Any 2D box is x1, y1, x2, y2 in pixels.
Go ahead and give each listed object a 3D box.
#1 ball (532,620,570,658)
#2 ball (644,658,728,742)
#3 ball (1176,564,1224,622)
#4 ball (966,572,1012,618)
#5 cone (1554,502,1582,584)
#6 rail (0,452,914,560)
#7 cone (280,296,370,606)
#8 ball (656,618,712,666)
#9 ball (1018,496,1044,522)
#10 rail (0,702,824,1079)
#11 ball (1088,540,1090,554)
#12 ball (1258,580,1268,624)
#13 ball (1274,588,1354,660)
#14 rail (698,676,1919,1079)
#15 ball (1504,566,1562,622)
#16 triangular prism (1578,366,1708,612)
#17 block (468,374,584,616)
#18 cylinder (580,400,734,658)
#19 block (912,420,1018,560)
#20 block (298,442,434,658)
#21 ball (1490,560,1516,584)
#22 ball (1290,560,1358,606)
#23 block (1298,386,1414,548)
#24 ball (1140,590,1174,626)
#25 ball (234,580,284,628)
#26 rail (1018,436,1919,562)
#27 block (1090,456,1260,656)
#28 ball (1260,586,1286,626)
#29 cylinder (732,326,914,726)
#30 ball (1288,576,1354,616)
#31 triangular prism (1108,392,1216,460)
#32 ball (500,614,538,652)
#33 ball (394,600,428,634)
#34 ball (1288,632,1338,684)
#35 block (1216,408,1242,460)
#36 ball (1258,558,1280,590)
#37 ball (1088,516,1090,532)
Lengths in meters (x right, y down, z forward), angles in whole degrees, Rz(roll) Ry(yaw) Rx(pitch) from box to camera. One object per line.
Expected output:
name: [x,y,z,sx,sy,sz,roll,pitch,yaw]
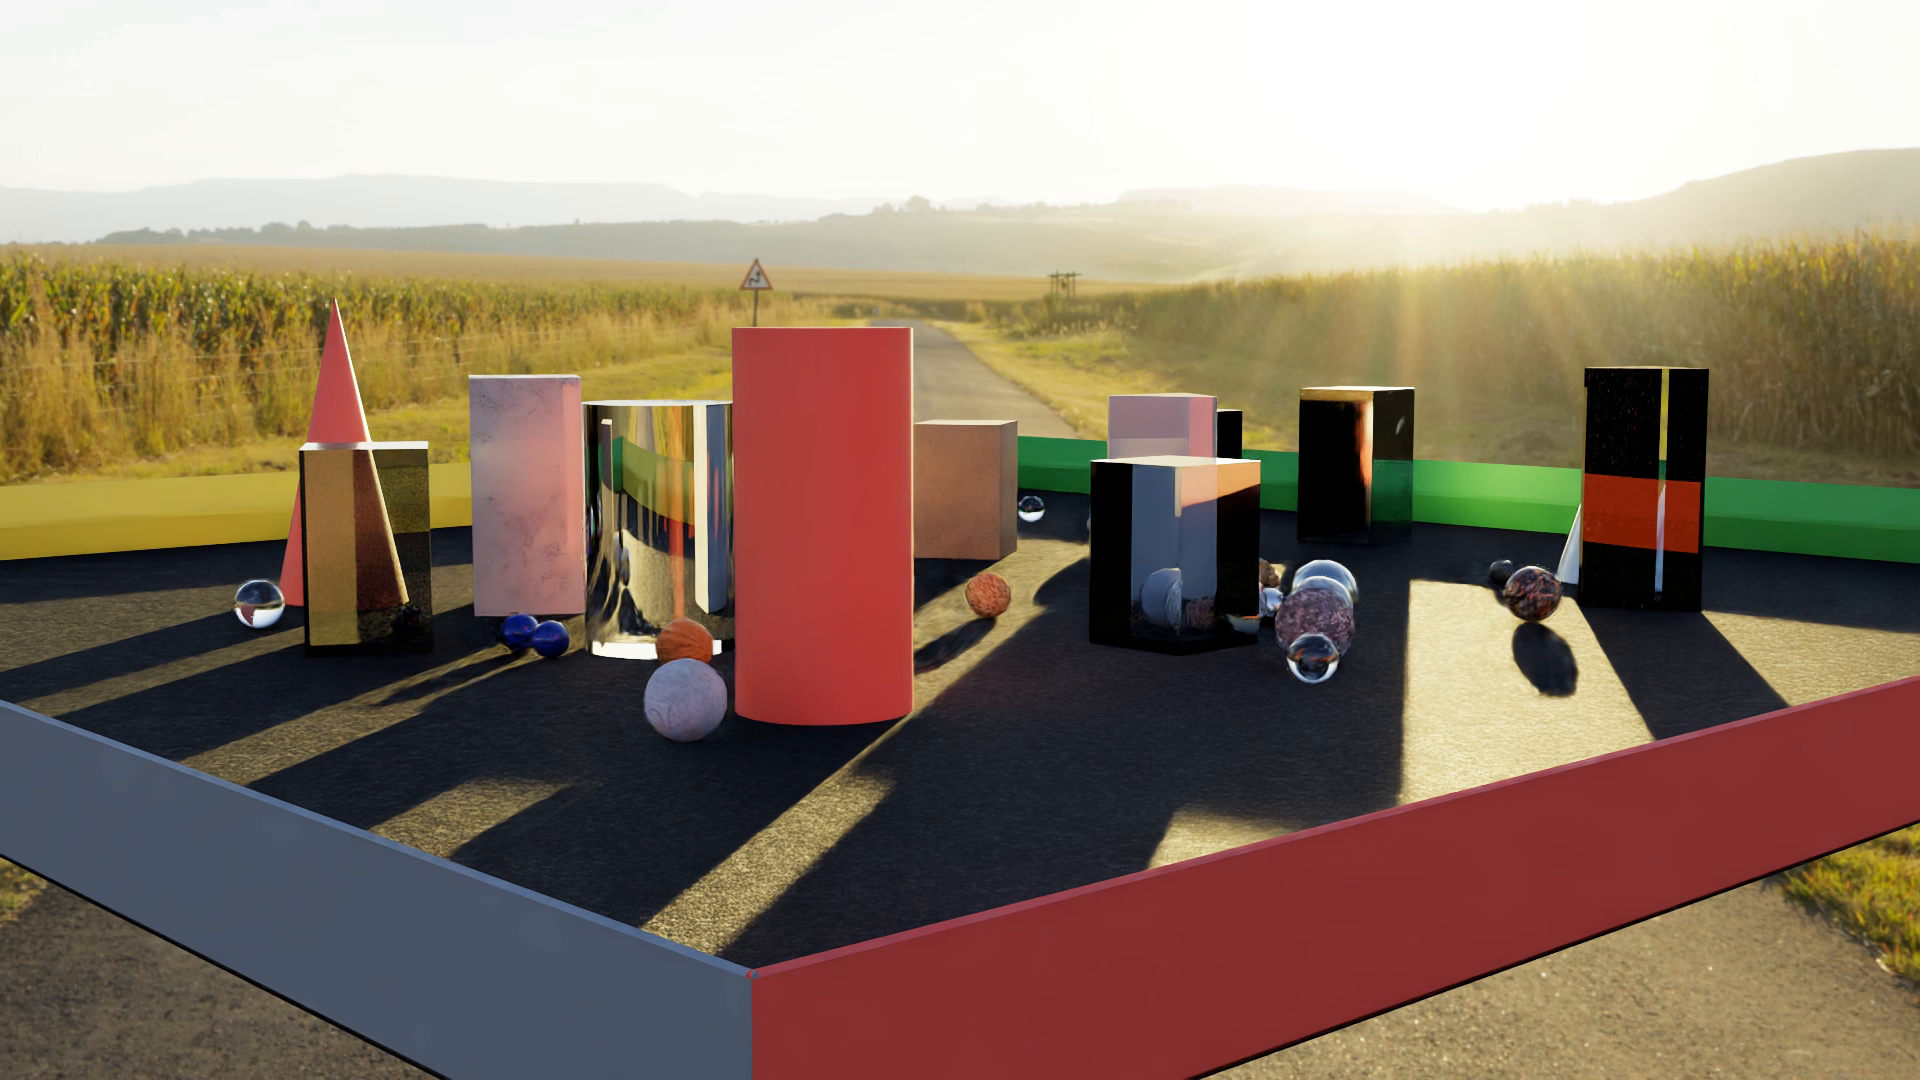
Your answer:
ball: [-0.525,0.128,2.825,0.049,0.049,0.049,0,6,0]
ball: [-0.285,0.166,2.282,0.086,0.086,0.086,0,6,0]
ball: [0.353,0.076,3.164,0.083,0.083,0.083,0,6,0]
ball: [0.042,0.080,3.201,0.067,0.067,0.067,0,6,0]
cone: [1.091,-0.096,3.637,0.200,0.327,0.200,0,6,0]
rail: [-1.080,-0.087,4.496,3.254,0.130,0.045,-5,8,-42]
cone: [-0.960,-0.144,3.400,0.200,0.470,0.200,0,6,0]
ball: [-0.338,0.131,2.692,0.070,0.070,0.070,0,6,0]
ball: [0.151,-0.066,4.658,0.056,0.056,0.056,0,6,0]
rail: [-1.178,0.146,2.250,0.045,0.130,3.234,-5,8,-42]
ball: [0.264,0.012,3.717,0.096,0.096,0.096,0,6,0]
ball: [0.380,0.085,3.041,0.089,0.089,0.089,0,6,0]
ball: [0.445,0.110,2.759,0.099,0.099,0.099,0,6,0]
rail: [1.080,0.155,2.167,3.254,0.130,0.045,-5,8,-42]
ball: [0.821,0.078,3.154,0.080,0.080,0.080,0,6,0]
triangular prism: [1.043,-0.083,3.350,0.173,0.360,0.150,2,6,20]
block: [-0.650,-0.071,3.292,0.160,0.348,0.160,-1,6,-12]
cylinder: [-0.397,-0.019,2.909,0.200,0.325,0.200,0,6,0]
block: [0.011,-0.095,4.034,0.160,0.243,0.160,1,6,13]
block: [-0.785,0.009,2.917,0.160,0.268,0.160,-1,6,-13]
ball: [0.886,0.052,3.593,0.040,0.040,0.040,0,6,0]
ball: [0.514,0.075,3.109,0.095,0.095,0.095,0,6,0]
block: [0.767,-0.145,4.258,0.160,0.296,0.160,5,8,40]
ball: [0.280,0.096,3.130,0.049,0.049,0.049,0,6,0]
ball: [-0.986,0.090,3.094,0.068,0.068,0.068,0,6,0]
rail: [1.178,-0.079,4.413,0.045,0.130,3.234,-5,8,-42]
block: [0.288,0.016,2.947,0.160,0.246,0.160,-6,8,-43]
ball: [0.436,0.094,3.114,0.056,0.056,0.056,0,6,0]
cylinder: [-0.152,-0.022,2.448,0.200,0.426,0.200,0,6,0]
ball: [0.482,0.094,2.951,0.091,0.091,0.091,0,6,0]
triangular prism: [0.340,-0.077,3.523,0.173,0.312,0.150,2,6,19]
ball: [-0.575,0.122,2.873,0.052,0.052,0.052,0,6,0]
ball: [-0.759,0.107,3.040,0.047,0.047,0.047,0,6,0]
ball: [0.424,0.142,2.637,0.061,0.061,0.061,0,6,0]
block: [0.415,-0.114,4.131,0.160,0.260,0.160,-4,7,-37]
ball: [0.423,0.067,3.218,0.089,0.089,0.089,0,6,0]
ball: [0.287,-0.029,4.093,0.100,0.100,0.100,0,6,0]
